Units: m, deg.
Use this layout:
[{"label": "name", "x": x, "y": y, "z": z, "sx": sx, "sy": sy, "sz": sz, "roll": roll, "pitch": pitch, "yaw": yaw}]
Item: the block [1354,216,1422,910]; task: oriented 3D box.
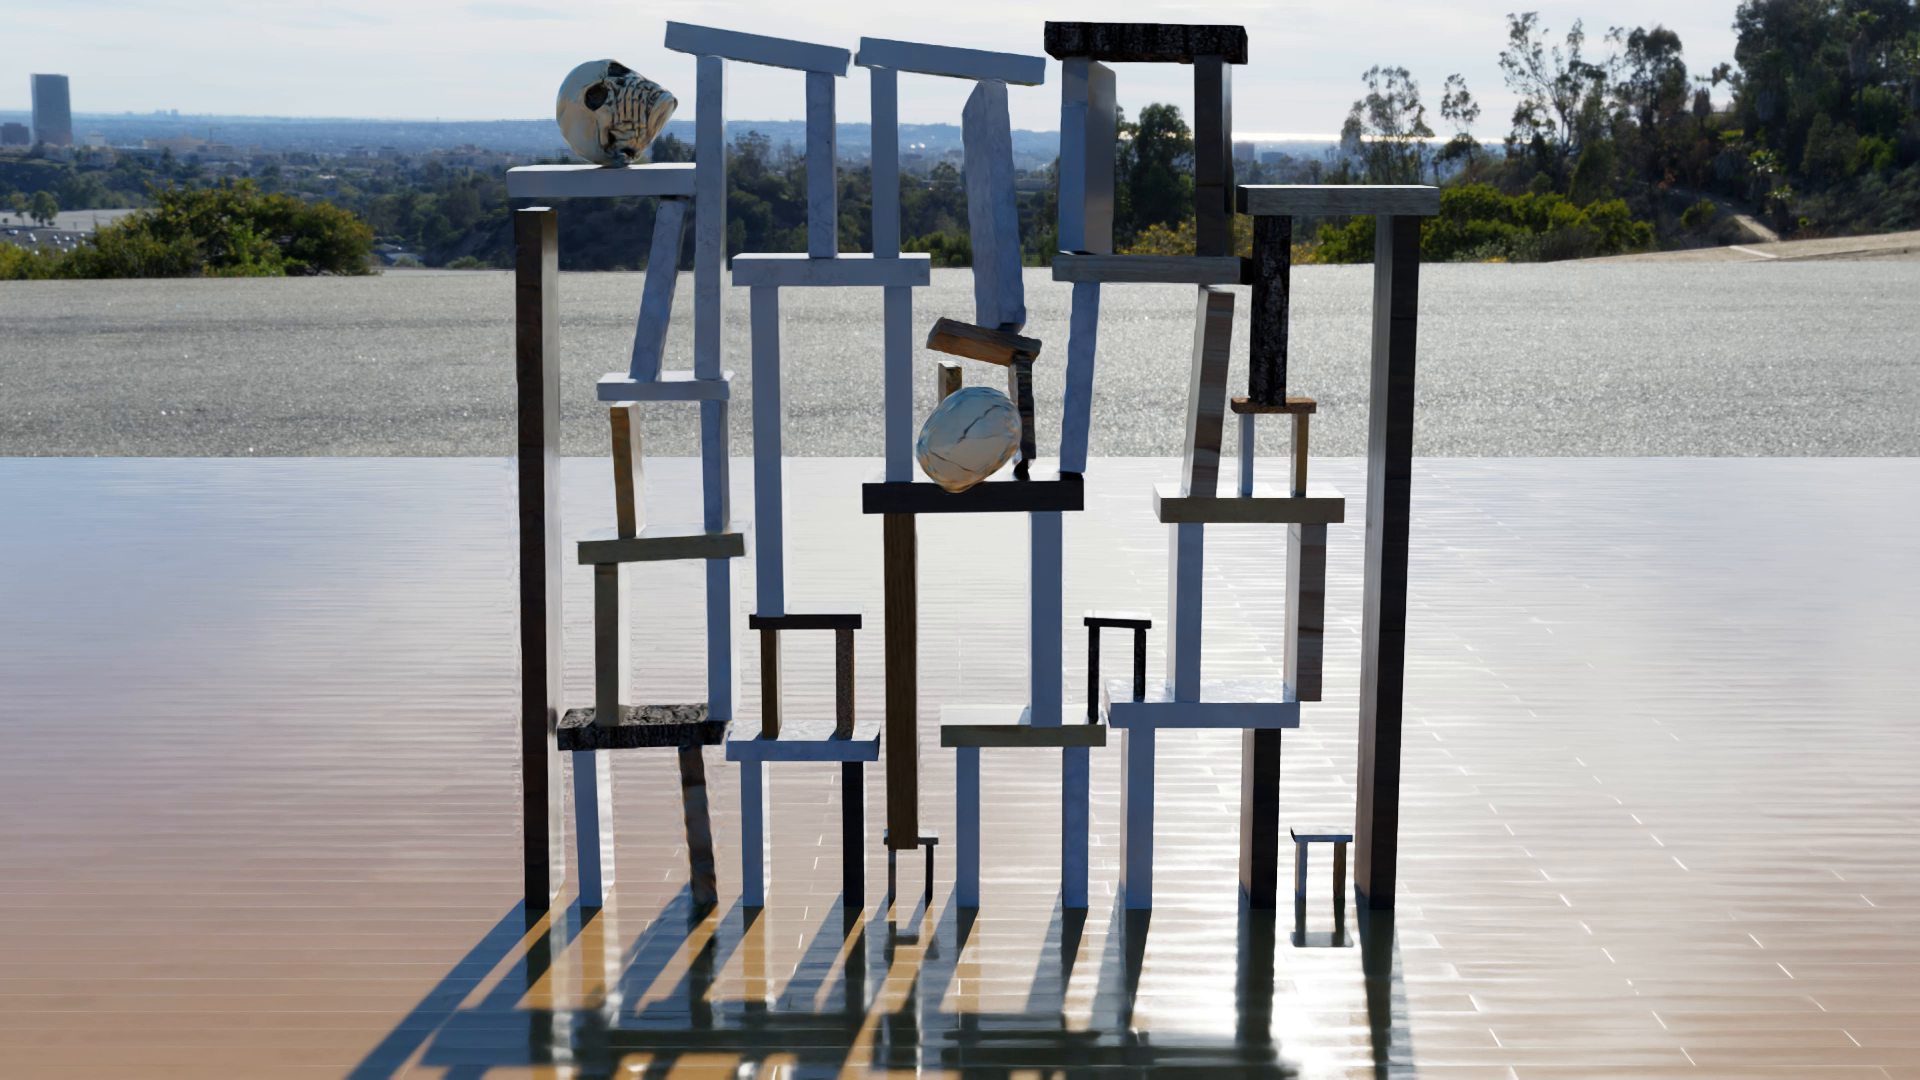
[{"label": "block", "x": 0.690, "y": 0.038, "z": 3.563, "sx": 0.042, "sy": 1.123, "sz": 0.148, "roll": 0, "pitch": 11, "yaw": 0}]

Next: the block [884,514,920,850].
[{"label": "block", "x": -0.095, "y": 0.216, "z": 3.605, "sx": 0.050, "sy": 0.551, "sz": 0.175, "roll": 0, "pitch": 10, "yaw": 0}]

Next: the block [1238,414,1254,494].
[{"label": "block", "x": 0.460, "y": -0.143, "z": 3.537, "sx": 0.018, "sy": 0.128, "sz": 0.064, "roll": 0, "pitch": 11, "yaw": 0}]

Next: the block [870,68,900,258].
[{"label": "block", "x": -0.117, "y": -0.592, "z": 3.458, "sx": 0.041, "sy": 0.288, "sz": 0.144, "roll": -1, "pitch": 10, "yaw": -1}]

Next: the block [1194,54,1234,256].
[{"label": "block", "x": 0.402, "y": -0.601, "z": 3.472, "sx": 0.043, "sy": 0.307, "sz": 0.153, "roll": 0, "pitch": 5, "yaw": 13}]

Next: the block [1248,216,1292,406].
[{"label": "block", "x": 0.491, "y": -0.368, "z": 3.488, "sx": 0.042, "sy": 0.296, "sz": 0.148, "roll": 1, "pitch": 11, "yaw": 1}]

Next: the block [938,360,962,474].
[{"label": "block", "x": -0.016, "y": -0.201, "z": 3.582, "sx": 0.024, "sy": 0.171, "sz": 0.085, "roll": -3, "pitch": 13, "yaw": -10}]

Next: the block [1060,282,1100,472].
[{"label": "block", "x": 0.192, "y": -0.262, "z": 3.531, "sx": 0.042, "sy": 0.298, "sz": 0.149, "roll": 4, "pitch": 6, "yaw": 2}]

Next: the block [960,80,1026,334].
[{"label": "block", "x": 0.054, "y": -0.540, "z": 3.650, "sx": 0.041, "sy": 0.443, "sz": 0.144, "roll": 0, "pitch": -16, "yaw": -15}]

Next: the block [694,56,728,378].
[{"label": "block", "x": -0.392, "y": -0.508, "z": 3.465, "sx": 0.040, "sy": 0.494, "sz": 0.140, "roll": 1, "pitch": 10, "yaw": -3}]

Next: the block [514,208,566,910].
[{"label": "block", "x": -0.679, "y": 0.035, "z": 3.563, "sx": 0.041, "sy": 1.130, "sz": 0.144, "roll": 1, "pitch": 10, "yaw": 0}]

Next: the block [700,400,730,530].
[{"label": "block", "x": -0.395, "y": -0.127, "z": 3.553, "sx": 0.030, "sy": 0.209, "sz": 0.104, "roll": 0, "pitch": 10, "yaw": 1}]

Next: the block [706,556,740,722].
[{"label": "block", "x": -0.385, "y": 0.150, "z": 3.587, "sx": 0.038, "sy": 0.265, "sz": 0.133, "roll": 0, "pitch": 9, "yaw": 0}]

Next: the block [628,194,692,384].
[{"label": "block", "x": -0.476, "y": -0.404, "z": 3.490, "sx": 0.041, "sy": 0.287, "sz": 0.144, "roll": 11, "pitch": 13, "yaw": -6}]

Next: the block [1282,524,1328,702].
[{"label": "block", "x": 0.561, "y": 0.104, "z": 3.582, "sx": 0.041, "sy": 0.292, "sz": 0.146, "roll": 0, "pitch": 11, "yaw": 0}]

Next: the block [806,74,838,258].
[{"label": "block", "x": -0.217, "y": -0.588, "z": 3.455, "sx": 0.040, "sy": 0.280, "sz": 0.140, "roll": 0, "pitch": 10, "yaw": -1}]

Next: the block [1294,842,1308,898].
[{"label": "block", "x": 0.568, "y": 0.542, "z": 3.662, "sx": 0.014, "sy": 0.096, "sz": 0.048, "roll": 0, "pitch": 11, "yaw": 0}]

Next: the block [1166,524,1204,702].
[{"label": "block", "x": 0.366, "y": 0.103, "z": 3.583, "sx": 0.041, "sy": 0.292, "sz": 0.146, "roll": 0, "pitch": 11, "yaw": 0}]

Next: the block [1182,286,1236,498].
[{"label": "block", "x": 0.395, "y": -0.239, "z": 3.512, "sx": 0.042, "sy": 0.323, "sz": 0.149, "roll": 4, "pitch": 10, "yaw": 0}]

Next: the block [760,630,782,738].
[{"label": "block", "x": -0.309, "y": 0.225, "z": 3.598, "sx": 0.026, "sy": 0.181, "sz": 0.090, "roll": 0, "pitch": 11, "yaw": 0}]

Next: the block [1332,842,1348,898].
[{"label": "block", "x": 0.632, "y": 0.542, "z": 3.662, "sx": 0.014, "sy": 0.096, "sz": 0.048, "roll": 0, "pitch": 11, "yaw": 0}]

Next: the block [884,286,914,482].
[{"label": "block", "x": -0.097, "y": -0.256, "z": 3.518, "sx": 0.043, "sy": 0.307, "sz": 0.153, "roll": 0, "pitch": 10, "yaw": -1}]

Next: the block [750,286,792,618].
[{"label": "block", "x": -0.303, "y": -0.149, "z": 3.535, "sx": 0.043, "sy": 0.525, "sz": 0.153, "roll": 0, "pitch": 10, "yaw": 0}]

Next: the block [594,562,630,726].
[{"label": "block", "x": -0.567, "y": 0.159, "z": 3.592, "sx": 0.038, "sy": 0.266, "sz": 0.133, "roll": 1, "pitch": 9, "yaw": -1}]

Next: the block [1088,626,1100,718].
[{"label": "block", "x": 0.219, "y": 0.211, "z": 3.605, "sx": 0.016, "sy": 0.152, "sz": 0.055, "roll": 0, "pitch": 10, "yaw": 1}]

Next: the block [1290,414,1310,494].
[{"label": "block", "x": 0.546, "y": -0.144, "z": 3.538, "sx": 0.018, "sy": 0.128, "sz": 0.064, "roll": 0, "pitch": 11, "yaw": 0}]

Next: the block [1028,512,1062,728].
[{"label": "block", "x": 0.138, "y": 0.113, "z": 3.590, "sx": 0.050, "sy": 0.350, "sz": 0.175, "roll": 0, "pitch": 10, "yaw": 0}]

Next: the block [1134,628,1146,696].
[{"label": "block", "x": 0.294, "y": 0.194, "z": 3.595, "sx": 0.016, "sy": 0.110, "sz": 0.055, "roll": 0, "pitch": 11, "yaw": 0}]

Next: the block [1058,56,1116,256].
[{"label": "block", "x": 0.207, "y": -0.616, "z": 3.565, "sx": 0.043, "sy": 0.307, "sz": 0.153, "roll": 2, "pitch": 2, "yaw": 21}]

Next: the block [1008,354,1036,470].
[{"label": "block", "x": 0.100, "y": -0.205, "z": 3.558, "sx": 0.024, "sy": 0.171, "sz": 0.085, "roll": -2, "pitch": -9, "yaw": -8}]

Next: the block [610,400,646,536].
[{"label": "block", "x": -0.536, "y": -0.117, "z": 3.557, "sx": 0.030, "sy": 0.209, "sz": 0.104, "roll": -2, "pitch": 10, "yaw": 1}]

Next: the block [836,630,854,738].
[{"label": "block", "x": -0.188, "y": 0.225, "z": 3.597, "sx": 0.026, "sy": 0.181, "sz": 0.090, "roll": 0, "pitch": 11, "yaw": 0}]
